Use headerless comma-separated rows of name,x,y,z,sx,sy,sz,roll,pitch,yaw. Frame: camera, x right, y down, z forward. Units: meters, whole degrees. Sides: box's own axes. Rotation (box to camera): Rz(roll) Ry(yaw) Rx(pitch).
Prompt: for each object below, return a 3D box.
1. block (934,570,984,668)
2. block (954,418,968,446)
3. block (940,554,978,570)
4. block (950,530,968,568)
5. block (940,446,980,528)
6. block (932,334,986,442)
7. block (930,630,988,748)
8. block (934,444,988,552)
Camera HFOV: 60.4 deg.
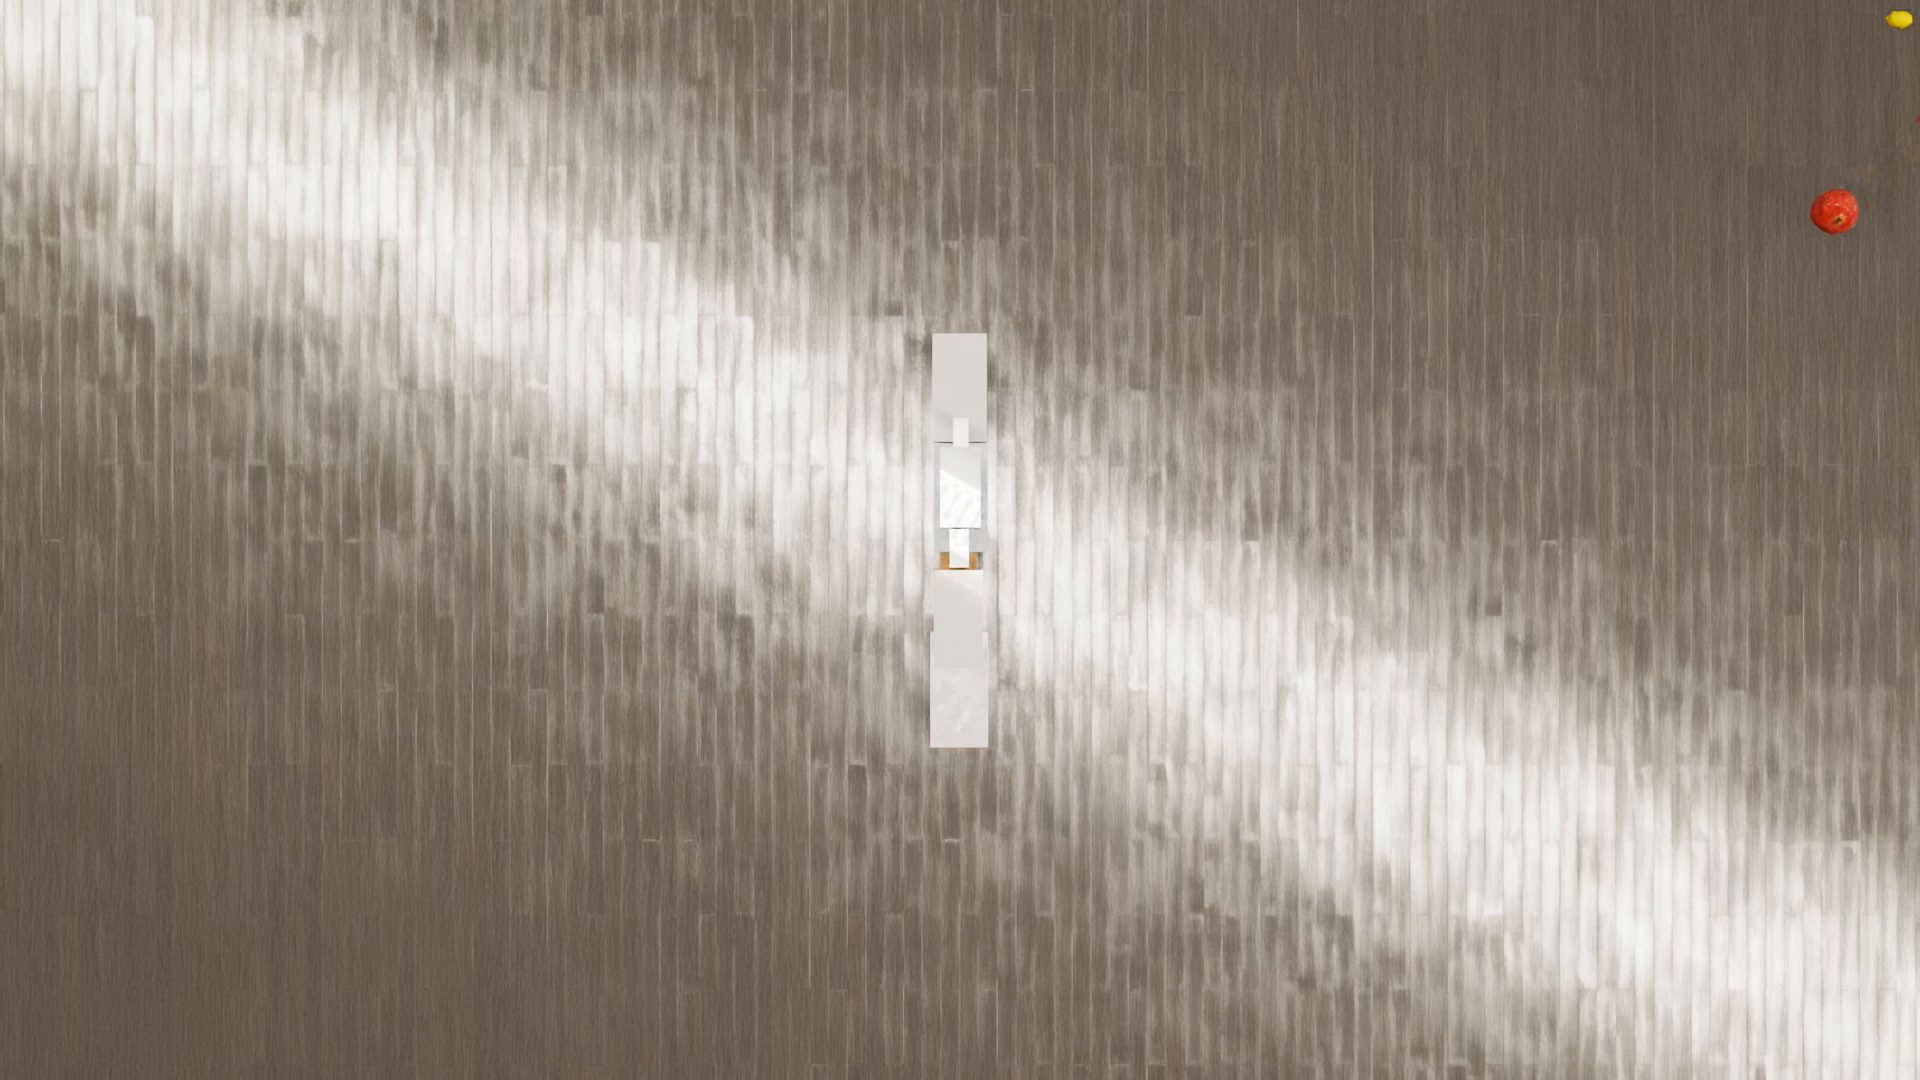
block,-0.004,0.229,4.790,0.142,0.040,0.283,0,90,0
block,0.003,-0.325,5.015,0.046,0.013,0.093,0,90,0
block,-0.005,0.160,5.247,0.118,0.034,0.237,0,90,0
block,-0.002,0.025,4.991,0.058,0.016,0.115,0,90,0
block,0.001,-0.156,4.862,0.118,0.033,0.236,0,90,0
block,-0.001,-0.473,5.141,0.167,0.047,0.335,0,90,0
block,-0.003,0.462,5.118,0.178,0.050,0.356,0,90,0
block,0.002,-0.132,5.139,0.169,0.048,0.337,0,90,0
